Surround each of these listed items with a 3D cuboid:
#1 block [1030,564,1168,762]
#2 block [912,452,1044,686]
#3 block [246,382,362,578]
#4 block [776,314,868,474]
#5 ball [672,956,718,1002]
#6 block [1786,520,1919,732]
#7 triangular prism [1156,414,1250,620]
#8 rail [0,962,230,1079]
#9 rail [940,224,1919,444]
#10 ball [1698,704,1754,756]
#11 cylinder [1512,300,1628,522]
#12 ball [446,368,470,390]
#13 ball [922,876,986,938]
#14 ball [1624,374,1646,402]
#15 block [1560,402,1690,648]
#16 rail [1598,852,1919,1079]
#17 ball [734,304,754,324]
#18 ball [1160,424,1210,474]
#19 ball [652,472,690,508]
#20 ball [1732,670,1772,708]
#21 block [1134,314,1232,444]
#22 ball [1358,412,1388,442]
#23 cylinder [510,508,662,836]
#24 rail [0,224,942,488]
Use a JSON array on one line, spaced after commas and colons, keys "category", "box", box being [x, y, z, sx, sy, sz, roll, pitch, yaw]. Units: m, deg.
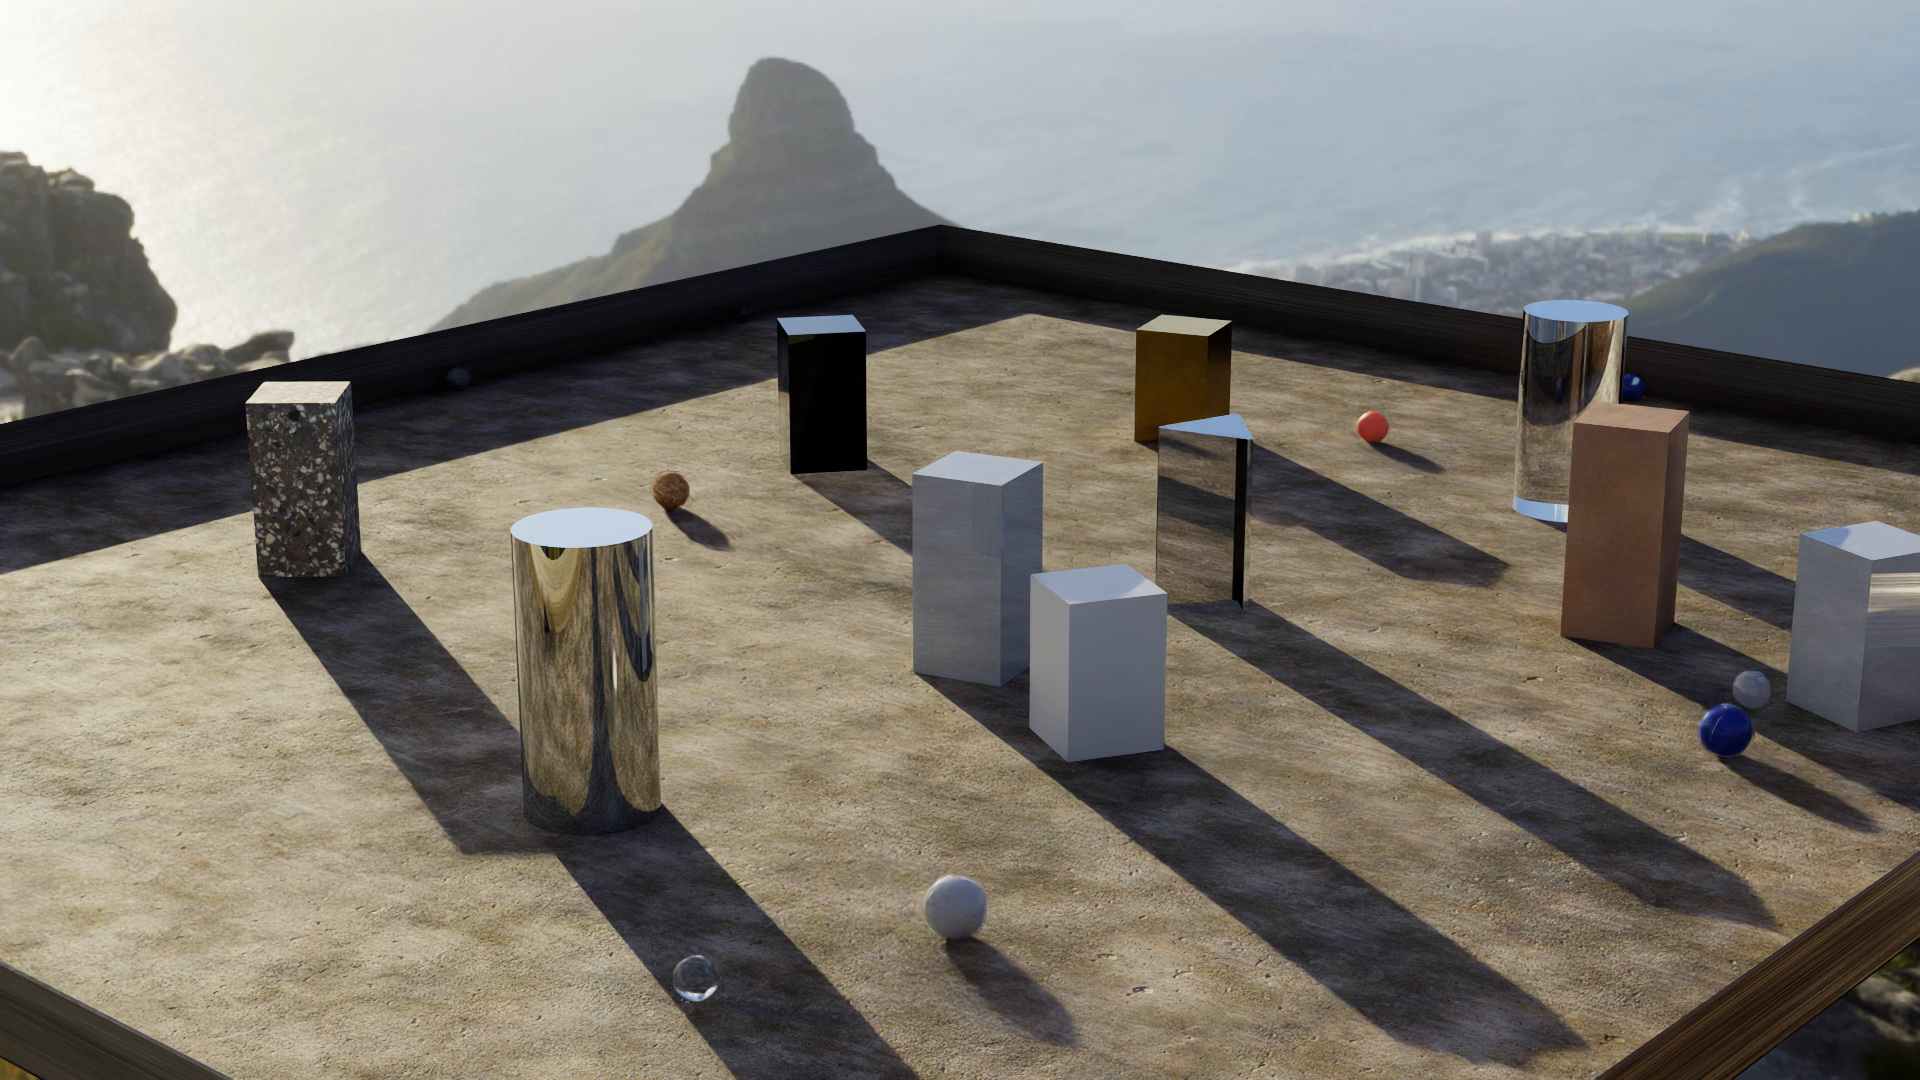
[{"category": "block", "box": [0.207, 0.183, 4.414, 0.156, 0.247, 0.156, -6, 18, -19]}, {"category": "block", "box": [0.029, 0.044, 4.725, 0.156, 0.333, 0.156, 8, 19, 25]}, {"category": "block", "box": [-1.175, -0.110, 5.260, 0.156, 0.319, 0.156, 0, 17, -1]}, {"category": "block", "box": [-0.279, -0.296, 5.933, 0.156, 0.286, 0.156, -3, 17, -11]}, {"category": "ball", "box": [-0.322, 0.535, 3.577, 0.056, 0.056, 0.056, 0, 17, 0]}, {"category": "block", "box": [1.403, 0.132, 4.537, 0.156, 0.274, 0.156, -8, 19, -25]}, {"category": "triangular prism", "box": [0.446, -0.046, 5.050, 0.169, 0.319, 0.146, 9, 19, 26]}, {"category": "rail", "box": [-1.348, 0.480, 3.633, 3.752, 0.127, 0.045, 14, 22, 39]}, {"category": "rail", "box": [1.348, -0.417, 6.607, 3.752, 0.127, 0.045, 14, 22, 39]}, {"category": "ball", "box": [1.142, 0.284, 4.372, 0.079, 0.079, 0.079, 0, 17, 0]}, {"category": "cylinder", "box": [1.164, -0.248, 5.597, 0.195, 0.388, 0.195, 0, 17, 0]}, {"category": "ball", "box": [-1.123, -0.360, 6.555, 0.051, 0.051, 0.051, 0, 17, 0]}, {"category": "ball", "box": [-0.007, 0.469, 3.752, 0.081, 0.081, 0.081, 0, 17, 0]}, {"category": "ball", "box": [1.478, -0.337, 6.460, 0.061, 0.061, 0.061, 0, 17, 0]}, {"category": "block", "box": [1.111, -0.027, 4.899, 0.156, 0.369, 0.156, 8, 18, 24]}, {"category": "rail", "box": [1.399, 0.382, 3.958, 0.045, 0.127, 4.160, 14, 22, 39]}, {"category": "ball", "box": [-0.532, -0.557, 7.215, 0.046, 0.046, 0.046, 0, 17, 0]}, {"category": "ball", "box": [0.452, -0.183, 5.887, 0.098, 0.098, 0.098, 0, 17, 0]}, {"category": "ball", "box": [-0.557, -0.095, 5.642, 0.071, 0.071, 0.071, 0, 17, 0]}, {"category": "ball", "box": [1.237, 0.233, 4.576, 0.059, 0.059, 0.059, 0, 17, 0]}, {"category": "block", "box": [0.467, -0.333, 6.139, 0.156, 0.239, 0.156, 7, 18, 22]}, {"category": "ball", "box": [0.862, -0.236, 6.120, 0.065, 0.065, 0.065, 0, 17, 0]}, {"category": "cylinder", "box": [-0.523, 0.183, 4.117, 0.195, 0.419, 0.195, 0, 17, 0]}, {"category": "rail", "box": [-1.399, -0.319, 6.283, 0.045, 0.127, 4.160, 14, 22, 39]}]
